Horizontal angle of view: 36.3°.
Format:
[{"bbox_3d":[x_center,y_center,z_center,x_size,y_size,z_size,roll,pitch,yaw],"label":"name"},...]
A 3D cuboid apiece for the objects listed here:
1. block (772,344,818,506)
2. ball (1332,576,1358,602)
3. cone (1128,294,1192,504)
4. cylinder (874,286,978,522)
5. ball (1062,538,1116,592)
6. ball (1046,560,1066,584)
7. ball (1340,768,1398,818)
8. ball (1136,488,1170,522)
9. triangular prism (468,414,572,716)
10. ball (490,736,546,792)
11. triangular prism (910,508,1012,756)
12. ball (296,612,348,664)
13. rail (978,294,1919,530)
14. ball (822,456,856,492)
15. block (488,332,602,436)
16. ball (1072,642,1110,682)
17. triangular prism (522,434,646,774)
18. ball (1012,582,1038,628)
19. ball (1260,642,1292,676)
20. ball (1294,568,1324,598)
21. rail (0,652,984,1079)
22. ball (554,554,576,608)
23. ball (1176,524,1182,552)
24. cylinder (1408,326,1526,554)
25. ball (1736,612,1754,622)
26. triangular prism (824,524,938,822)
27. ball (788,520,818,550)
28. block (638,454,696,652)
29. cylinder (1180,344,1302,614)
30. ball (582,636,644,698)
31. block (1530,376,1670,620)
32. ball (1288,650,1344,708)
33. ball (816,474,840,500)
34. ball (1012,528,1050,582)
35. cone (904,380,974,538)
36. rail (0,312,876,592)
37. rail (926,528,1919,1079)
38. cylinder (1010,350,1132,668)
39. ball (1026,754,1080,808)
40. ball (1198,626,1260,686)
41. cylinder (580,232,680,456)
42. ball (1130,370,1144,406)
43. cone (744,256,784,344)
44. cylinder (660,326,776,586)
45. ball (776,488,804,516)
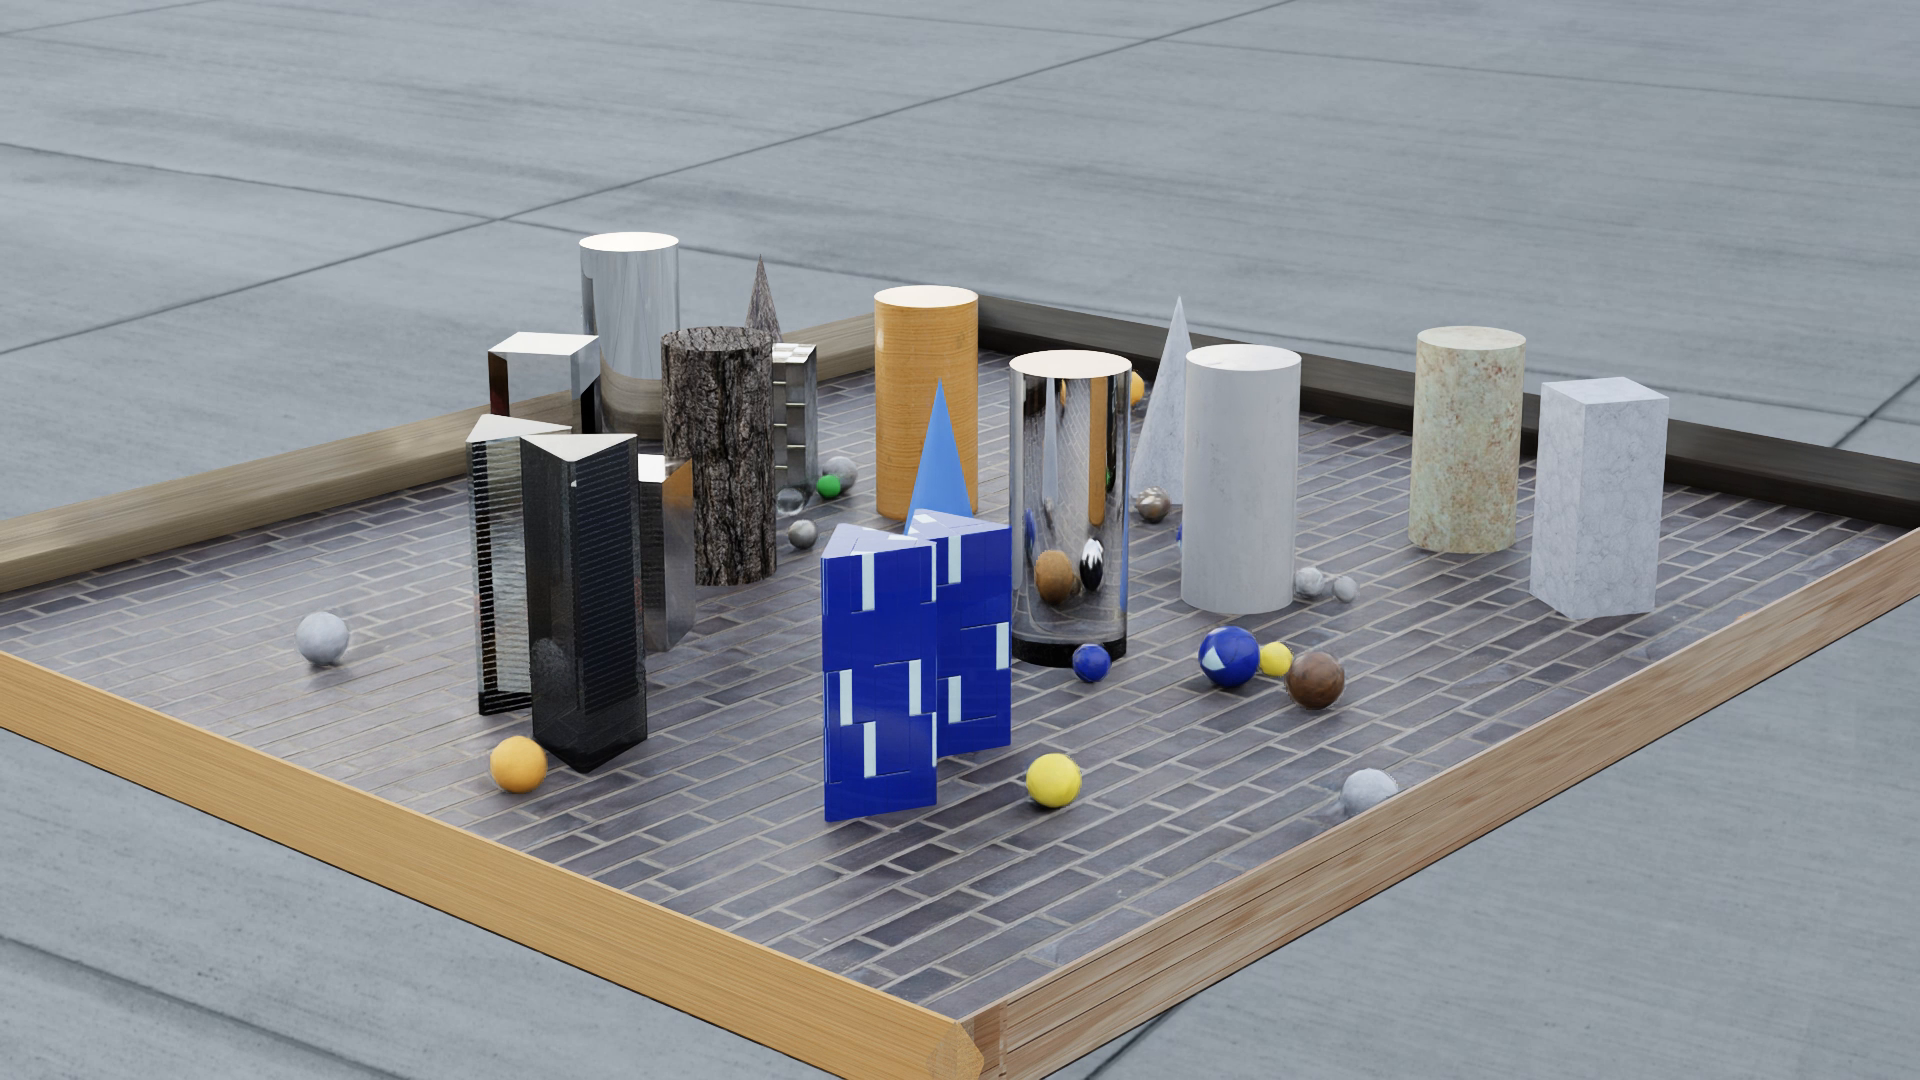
[{"bbox_3d":[-0.367,-0.227,5.715,0.157,0.283,0.157,2,17,6],"label":"block"},{"bbox_3d":[0.669,0.085,5.091,0.044,0.044,0.044,0,17,0],"label":"ball"},{"bbox_3d":[0.424,-0.287,5.717,0.196,0.396,0.196,0,17,0],"label":"cone"},{"bbox_3d":[-0.064,-0.260,5.589,0.196,0.417,0.196,0,17,0],"label":"cylinder"},{"bbox_3d":[0.226,0.045,5.135,0.096,0.096,0.096,0,17,0],"label":"ball"},{"bbox_3d":[0.176,0.057,5.186,0.044,0.044,0.044,0,17,0],"label":"ball"},{"bbox_3d":[0.575,0.361,4.114,0.080,0.080,0.080,0,17,0],"label":"ball"},{"bbox_3d":[0.366,-0.067,5.561,0.065,0.065,0.065,0,17,0],"label":"ball"},{"bbox_3d":[-0.706,0.032,4.586,0.170,0.439,0.147,-10,19,-29],"label":"triangular prism"},{"bbox_3d":[-0.639,0.324,4.236,0.081,0.081,0.081,0,17,0],"label":"ball"},{"bbox_3d":[-0.031,0.136,4.407,0.170,0.342,0.147,-8,19,-25],"label":"triangular prism"},{"bbox_3d":[-1.038,0.160,4.773,0.085,0.085,0.085,0,17,0],"label":"ball"},{"bbox_3d":[0.950,-0.284,6.168,2.548,0.127,0.045,14,22,39],"label":"rail"},{"bbox_3d":[-0.238,-0.130,5.760,0.069,0.069,0.069,0,17,0],"label":"ball"},{"bbox_3d":[-0.759,-0.181,5.405,0.157,0.372,0.157,4,17,12],"label":"block"},{"bbox_3d":[0.210,0.196,4.694,0.062,0.062,0.062,0,17,0],"label":"ball"},{"bbox_3d":[-0.538,0.084,4.348,0.147,0.476,0.170,-11,20,-31],"label":"triangular prism"},{"bbox_3d":[0.094,0.109,4.955,0.078,0.078,0.078,0,17,0],"label":"ball"},{"bbox_3d":[0.507,0.192,4.718,0.055,0.055,0.055,0,17,0],"label":"ball"},{"bbox_3d":[0.608,0.074,5.113,0.053,0.053,0.053,0,17,0],"label":"ball"},{"bbox_3d":[-0.950,0.348,4.072,2.548,0.127,0.045,14,22,39],"label":"rail"},{"bbox_3d":[-0.649,0.070,5.050,0.097,0.097,0.097,0,17,0],"label":"ball"},{"bbox_3d":[0.441,-0.004,5.296,0.098,0.098,0.098,0,17,0],"label":"ball"},{"bbox_3d":[0.934,-0.186,5.407,0.196,0.382,0.196,0,17,0],"label":"cylinder"},{"bbox_3d":[1.304,0.154,4.813,0.073,0.073,0.073,0,17,0],"label":"ball"},{"bbox_3d":[-0.140,0.182,4.174,0.170,0.389,0.147,-7,18,-23],"label":"triangular prism"},{"bbox_3d":[-0.288,-0.010,5.389,0.055,0.055,0.055,0,17,0],"label":"ball"},{"bbox_3d":[-0.541,0.019,4.881,0.157,0.292,0.157,4,17,12],"label":"block"},{"bbox_3d":[0.483,-0.106,5.060,0.196,0.429,0.196,0,17,0],"label":"cylinder"},{"bbox_3d":[-0.546,0.200,4.617,0.098,0.098,0.098,0,17,0],"label":"ball"},{"bbox_3d":[1.096,-0.073,5.037,0.157,0.379,0.157,-5,17,-16],"label":"block"},{"bbox_3d":[0.555,0.218,4.572,0.090,0.090,0.090,0,17,0],"label":"ball"},{"bbox_3d":[-0.256,-0.103,5.711,0.047,0.047,0.047,0,17,0],"label":"ball"},{"bbox_3d":[0.111,0.026,5.200,0.094,0.094,0.094,0,17,0],"label":"ball"},{"bbox_3d":[-0.033,-0.067,4.932,0.196,0.427,0.196,0,17,0],"label":"cone"},{"bbox_3d":[-0.944,-0.205,5.905,0.045,0.127,2.945,14,22,39],"label":"rail"},{"bbox_3d":[0.944,0.269,4.335,0.045,0.127,2.945,14,22,39],"label":"rail"},{"bbox_3d":[0.178,-0.052,4.783,0.196,0.484,0.196,0,17,0],"label":"cylinder"},{"bbox_3d":[0.133,0.343,4.180,0.077,0.077,0.077,0,17,0],"label":"ball"},{"bbox_3d":[0.429,0.185,4.668,0.098,0.098,0.098,0,17,0],"label":"ball"},{"bbox_3d":[-0.661,-0.378,5.917,0.196,0.454,0.196,0,17,0],"label":"cylinder"},{"bbox_3d":[0.363,-0.332,6.409,0.081,0.081,0.081,0,17,0],"label":"ball"},{"bbox_3d":[-0.403,-0.379,5.980,0.196,0.420,0.196,0,17,0],"label":"cone"},{"bbox_3d":[-0.428,-0.150,5.212,0.196,0.426,0.196,0,17,0],"label":"cylinder"},{"bbox_3d":[-0.325,-0.073,5.596,0.056,0.056,0.056,0,17,0],"label":"ball"}]
